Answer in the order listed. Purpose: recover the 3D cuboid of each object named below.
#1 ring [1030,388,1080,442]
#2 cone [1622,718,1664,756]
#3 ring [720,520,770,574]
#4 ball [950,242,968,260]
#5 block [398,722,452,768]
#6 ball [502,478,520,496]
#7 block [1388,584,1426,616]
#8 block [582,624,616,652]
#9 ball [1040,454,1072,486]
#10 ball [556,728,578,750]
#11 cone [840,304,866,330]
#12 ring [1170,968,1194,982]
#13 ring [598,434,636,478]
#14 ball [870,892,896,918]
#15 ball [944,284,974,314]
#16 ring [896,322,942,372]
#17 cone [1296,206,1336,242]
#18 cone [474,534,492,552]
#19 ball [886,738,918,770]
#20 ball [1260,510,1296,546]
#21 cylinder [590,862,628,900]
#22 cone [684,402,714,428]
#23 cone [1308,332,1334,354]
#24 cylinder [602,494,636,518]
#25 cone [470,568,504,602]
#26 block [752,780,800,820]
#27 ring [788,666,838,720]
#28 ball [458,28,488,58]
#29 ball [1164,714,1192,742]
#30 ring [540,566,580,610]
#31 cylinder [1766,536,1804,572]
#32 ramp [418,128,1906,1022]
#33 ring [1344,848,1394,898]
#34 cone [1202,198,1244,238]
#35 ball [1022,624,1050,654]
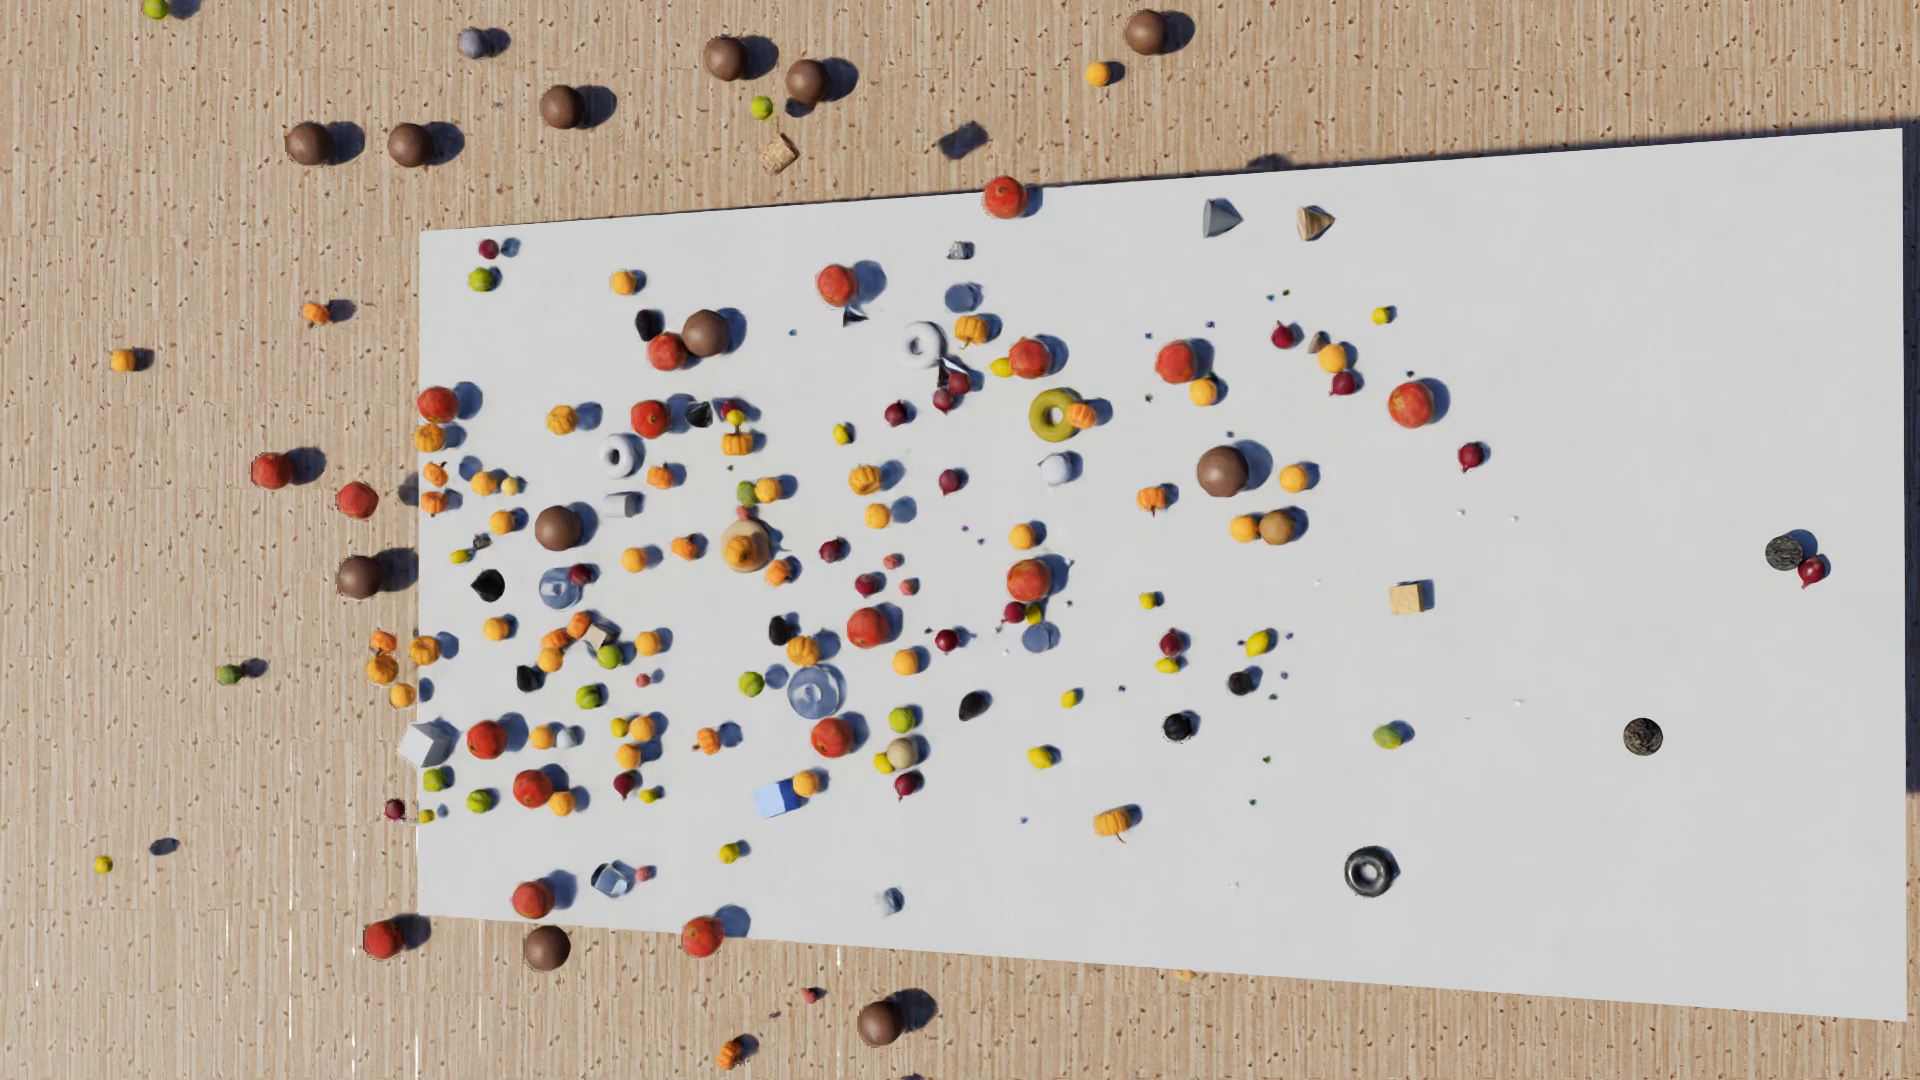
[{"bbox_3d":[0.244,-0.321,5.670,0.141,0.047,0.141,1,94,23],"label":"ring"},{"bbox_3d":[1.576,0.459,5.089,0.090,0.090,0.090,0,89,22],"label":"cone"},{"bbox_3d":[-0.587,0.017,6.006,0.149,0.050,0.149,-1,88,22],"label":"ring"},{"bbox_3d":[-0.002,-0.759,5.774,0.050,0.050,0.050,0,89,0],"label":"ball"},{"bbox_3d":[-1.550,0.594,6.371,0.092,0.092,0.092,32,101,20],"label":"block"},{"bbox_3d":[-1.287,-0.153,6.294,0.051,0.051,0.051,0,89,0],"label":"ball"},{"bbox_3d":[1.079,0.144,5.310,0.068,0.068,0.068,-7,87,22],"label":"block"},{"bbox_3d":[-1.011,0.273,6.172,0.057,0.057,0.057,32,102,20],"label":"block"},{"bbox_3d":[0.248,-0.182,5.646,0.082,0.082,0.082,0,89,0],"label":"ball"},{"bbox_3d":[-1.110,0.561,6.208,0.059,0.059,0.059,0,89,0],"label":"ball"},{"bbox_3d":[-0.279,-0.598,5.896,0.068,0.068,0.068,-5,89,-21],"label":"cone"},{"bbox_3d":[0.647,1.255,6.415,0.081,0.081,0.027,47,61,1],"label":"ring"},{"bbox_3d":[-0.963,-0.234,6.157,0.127,0.042,0.127,4,97,33],"label":"ring"},{"bbox_3d":[-0.204,0.967,5.827,0.067,0.067,0.067,0,89,0],"label":"ball"},{"bbox_3d":[-0.004,-0.631,5.759,0.078,0.078,0.078,0,89,0],"label":"ball"},{"bbox_3d":[-0.108,-0.512,5.819,0.131,0.044,0.131,0,90,22],"label":"ring"},{"bbox_3d":[0.885,-0.784,5.416,0.090,0.090,0.090,-9,89,-5],"label":"cone"},{"bbox_3d":[-1.371,0.008,6.339,0.051,0.051,0.051,1,89,0],"label":"cone"},{"bbox_3d":[-0.151,0.563,5.801,0.084,0.084,0.084,0,89,0],"label":"ball"},{"bbox_3d":[0.782,-0.029,5.414,0.090,0.090,0.090,0,89,0],"label":"ball"},{"bbox_3d":[-0.978,0.952,6.138,0.076,0.076,0.076,28,89,21],"label":"cylinder"},{"bbox_3d":[-0.697,-0.359,5.986,0.082,0.082,0.082,11,62,-22],"label":"cone"},{"bbox_3d":[0.896,-0.473,5.415,0.058,0.058,0.058,29,89,9],"label":"cone"},{"bbox_3d":[-0.951,-0.096,6.146,0.068,0.068,0.068,3,89,22],"label":"cylinder"},{"bbox_3d":[-1.374,0.131,6.301,0.098,0.098,0.098,0,89,22],"label":"cone"},{"bbox_3d":[-0.498,0.702,5.943,0.082,0.082,0.082,-20,82,21],"label":"block"},{"bbox_3d":[-0.394,0.412,5.916,0.149,0.050,0.149,3,97,20],"label":"ring"},{"bbox_3d":[-1.440,-1.470,6.509,0.088,0.088,0.088,0,89,0],"label":"ball"},{"bbox_3d":[0.546,0.470,5.523,0.070,0.070,0.070,0,89,0],"label":"ball"},{"bbox_3d":[-1.136,0.136,6.234,0.124,0.041,0.124,0,89,18],"label":"ring"},{"bbox_3d":[1.867,0.030,4.981,0.080,0.080,0.080,0,89,22],"label":"cylinder"},{"bbox_3d":[0.283,0.086,5.728,4.000,0.100,2.000,0,89,22],"label":"ramp"},{"bbox_3d":[0.995,0.809,5.351,0.122,0.041,0.122,0,91,23],"label":"ring"},{"bbox_3d":[0.666,-0.802,5.504,0.100,0.100,0.100,3,89,-4],"label":"cone"},{"bbox_3d":[0.195,0.256,5.667,0.075,0.075,0.075,0,89,0],"label":"ball"}]
